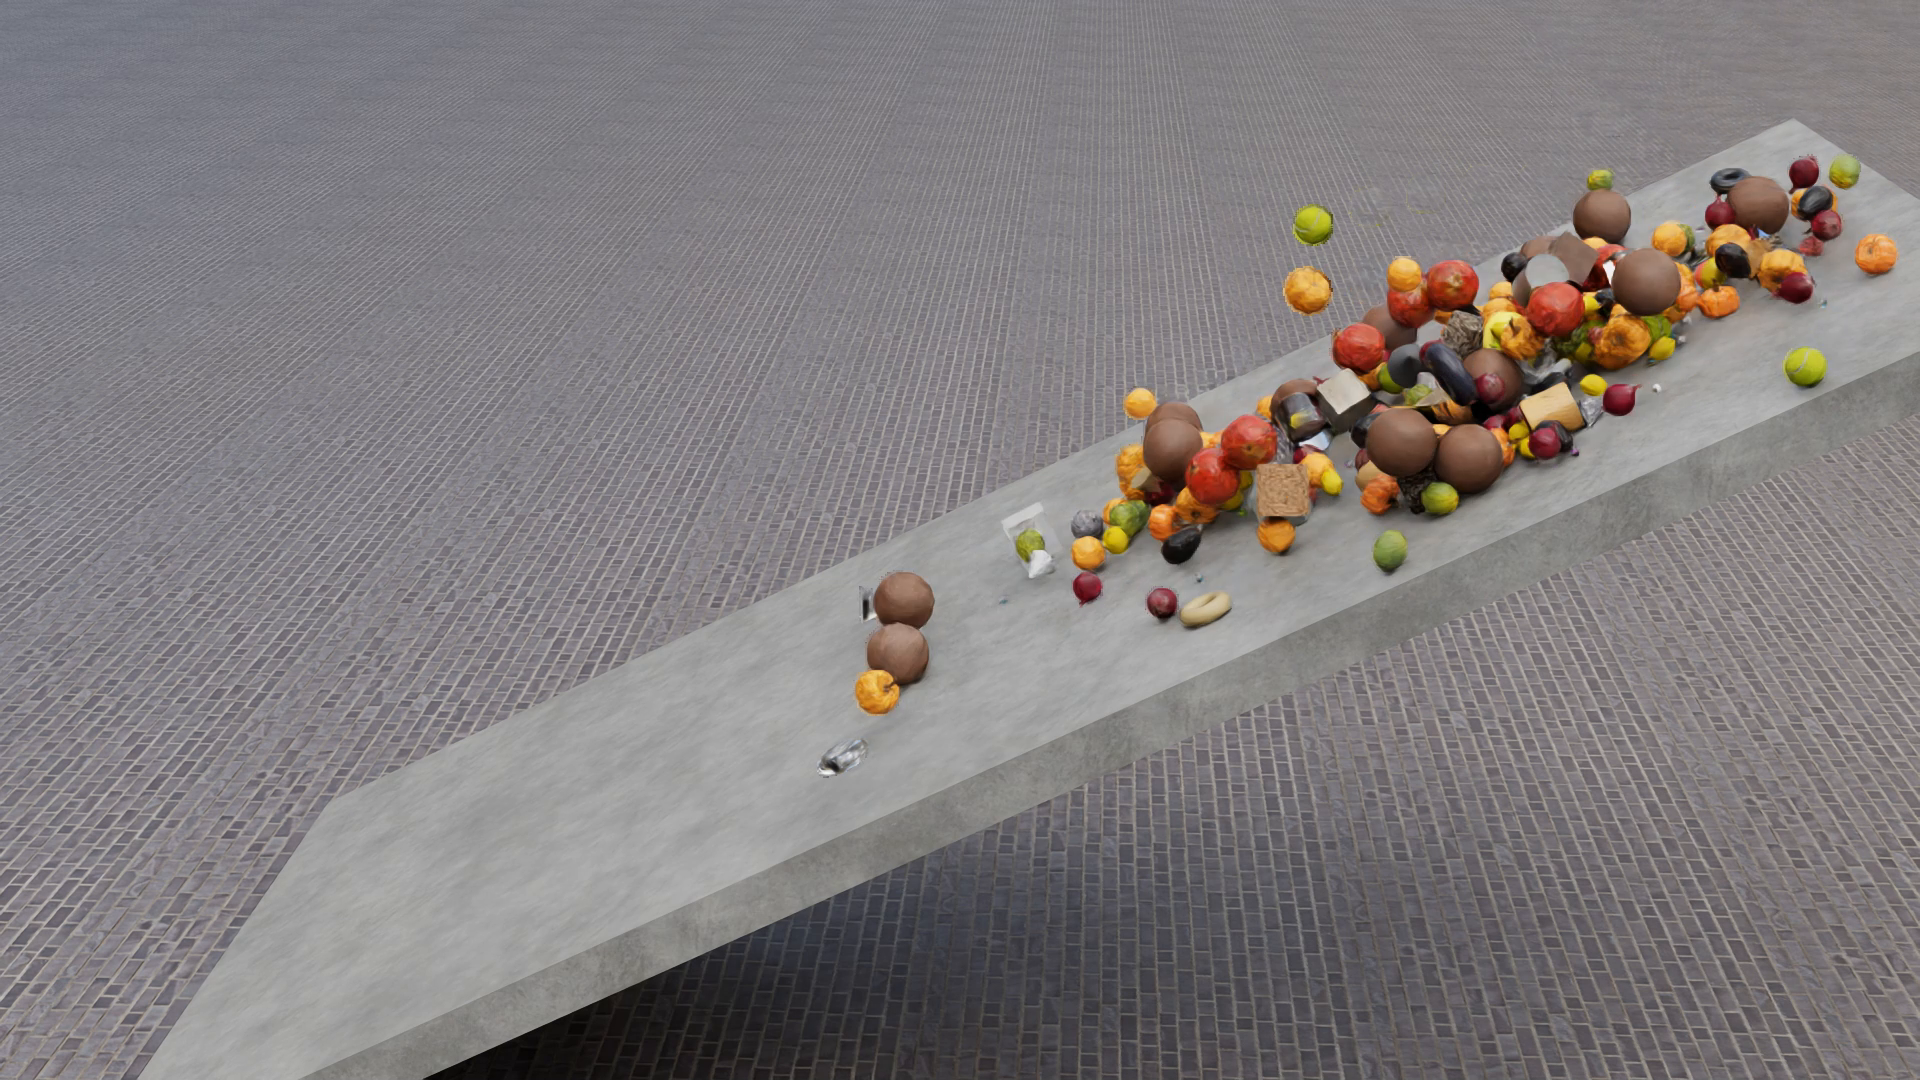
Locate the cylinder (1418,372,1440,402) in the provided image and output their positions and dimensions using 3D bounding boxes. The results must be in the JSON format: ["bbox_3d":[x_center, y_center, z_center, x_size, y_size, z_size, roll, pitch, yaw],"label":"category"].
[{"bbox_3d":[0.973,-0.311,6.052,0.063,0.063,0.063,-1,11,0],"label":"cylinder"}]

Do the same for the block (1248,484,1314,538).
[{"bbox_3d":[0.636,-0.074,5.822,0.088,0.088,0.088,-21,15,23],"label":"block"}]

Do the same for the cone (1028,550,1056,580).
[{"bbox_3d":[0.160,0.065,6.229,0.063,0.063,0.063,10,40,31],"label":"cone"}]

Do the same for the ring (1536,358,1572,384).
[{"bbox_3d":[1.174,-0.328,5.809,0.081,0.027,0.081,-36,-6,-4],"label":"ring"}]

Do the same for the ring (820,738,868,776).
[{"bbox_3d":[-0.227,0.423,5.737,0.107,0.036,0.107,-28,14,8],"label":"ring"}]

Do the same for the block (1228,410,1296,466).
[{"bbox_3d":[0.622,-0.200,6.067,0.083,0.083,0.083,-46,25,0],"label":"block"}]

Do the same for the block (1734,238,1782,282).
[{"bbox_3d":[1.572,-0.551,5.796,0.058,0.058,0.058,-40,-21,26],"label":"block"}]

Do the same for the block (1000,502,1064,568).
[{"bbox_3d":[0.159,-0.011,6.483,0.097,0.097,0.097,-27,13,1],"label":"block"}]

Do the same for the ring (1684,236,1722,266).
[{"bbox_3d":[1.548,-0.602,6.126,0.087,0.029,0.087,-30,-11,-6],"label":"ring"}]

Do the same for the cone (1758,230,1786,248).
[{"bbox_3d":[1.621,-0.602,5.919,0.060,0.060,0.060,-28,-9,-5],"label":"cone"}]

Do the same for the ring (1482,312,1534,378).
[{"bbox_3d":[1.109,-0.394,5.929,0.137,0.137,0.046,-13,-1,-37],"label":"ring"}]

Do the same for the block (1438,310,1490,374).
[{"bbox_3d":[1.062,-0.414,6.126,0.086,0.086,0.086,12,29,-21],"label":"block"}]

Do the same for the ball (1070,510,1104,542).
[{"bbox_3d":[0.276,-0.031,6.387,0.071,0.071,0.071,0,16,0],"label":"ball"}]

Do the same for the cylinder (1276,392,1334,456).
[{"bbox_3d":[0.722,-0.243,6.162,0.095,0.095,0.095,-5,42,-16],"label":"cylinder"}]

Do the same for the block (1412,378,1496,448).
[{"bbox_3d":[0.973,-0.246,5.793,0.098,0.098,0.098,-35,16,-30],"label":"block"}]

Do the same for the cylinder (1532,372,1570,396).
[{"bbox_3d":[1.148,-0.289,5.712,0.055,0.055,0.055,14,38,39],"label":"cylinder"}]

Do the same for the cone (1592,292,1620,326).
[{"bbox_3d":[1.327,-0.470,6.102,0.061,0.061,0.061,31,-11,6],"label":"cone"}]

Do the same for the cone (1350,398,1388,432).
[{"bbox_3d":[0.870,-0.282,6.237,0.097,0.097,0.097,-4,17,-18],"label":"cone"}]

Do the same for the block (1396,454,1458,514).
[{"bbox_3d":[0.876,-0.104,5.506,0.074,0.074,0.074,-18,16,33],"label":"block"}]

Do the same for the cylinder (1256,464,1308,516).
[{"bbox_3d":[0.618,-0.096,5.630,0.098,0.098,0.098,-2,1,0],"label":"cylinder"}]

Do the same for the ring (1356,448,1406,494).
[{"bbox_3d":[0.841,-0.135,5.741,0.146,0.049,0.146,-25,13,6],"label":"ring"}]

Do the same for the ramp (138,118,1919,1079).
[{"bbox_3d":[0.138,0.168,6.281,4.000,0.100,2.000,-25,14,10],"label":"ramp"}]

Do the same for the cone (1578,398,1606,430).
[{"bbox_3d":[1.175,-0.226,5.492,0.054,0.054,0.054,6,59,20],"label":"cone"}]

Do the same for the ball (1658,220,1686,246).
[{"bbox_3d":[1.537,-0.662,6.347,0.058,0.058,0.058,0,16,0],"label":"ball"}]

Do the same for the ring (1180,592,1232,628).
[{"bbox_3d":[0.461,0.129,5.517,0.104,0.035,0.104,-25,13,6],"label":"ring"}]

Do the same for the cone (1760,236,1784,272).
[{"bbox_3d":[1.617,-0.556,5.853,0.073,0.073,0.073,-3,40,-10],"label":"cone"}]

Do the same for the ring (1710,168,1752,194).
[{"bbox_3d":[1.641,-0.765,6.262,0.086,0.029,0.086,-10,33,7],"label":"ring"}]

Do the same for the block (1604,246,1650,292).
[{"bbox_3d":[1.357,-0.551,5.985,0.061,0.061,0.061,-13,-15,-14],"label":"block"}]

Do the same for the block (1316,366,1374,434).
[{"bbox_3d":[0.788,-0.285,6.017,0.081,0.081,0.081,-31,60,-6],"label":"block"}]

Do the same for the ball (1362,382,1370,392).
[{"bbox_3d":[0.861,-0.318,6.370,0.055,0.055,0.055,0,16,0],"label":"ball"}]

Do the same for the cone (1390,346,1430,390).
[{"bbox_3d":[0.930,-0.371,6.082,0.095,0.095,0.095,5,-13,16],"label":"cone"}]

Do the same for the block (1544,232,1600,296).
[{"bbox_3d":[1.248,-0.568,6.052,0.085,0.085,0.085,32,-13,-3],"label":"block"}]

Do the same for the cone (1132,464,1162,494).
[{"bbox_3d":[0.404,-0.115,6.200,0.062,0.062,0.062,38,4,-21],"label":"cone"}]

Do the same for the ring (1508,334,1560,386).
[{"bbox_3d":[1.149,-0.361,5.876,0.106,0.106,0.035,-1,9,-3],"label":"ring"}]

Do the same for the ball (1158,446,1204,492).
[{"bbox_3d":[0.481,-0.155,6.394,0.100,0.100,0.100,0,16,0],"label":"ball"}]

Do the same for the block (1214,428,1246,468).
[{"bbox_3d":[0.592,-0.198,6.341,0.059,0.059,0.059,42,9,-6],"label":"block"}]

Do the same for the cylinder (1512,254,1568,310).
[{"bbox_3d":[1.179,-0.524,5.981,0.090,0.090,0.090,-3,-16,-9],"label":"cylinder"}]

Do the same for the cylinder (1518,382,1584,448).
[{"bbox_3d":[1.107,-0.236,5.510,0.092,0.092,0.092,-25,14,8],"label":"cylinder"}]

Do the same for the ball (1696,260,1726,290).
[{"bbox_3d":[1.510,-0.533,5.914,0.061,0.061,0.061,0,16,0],"label":"ball"}]

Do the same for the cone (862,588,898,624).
[{"bbox_3d":[-0.180,0.148,6.668,0.083,0.083,0.083,-1,16,-5],"label":"cone"}]

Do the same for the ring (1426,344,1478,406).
[{"bbox_3d":[0.910,-0.306,5.446,0.045,0.136,0.136,-35,18,2],"label":"ring"}]
